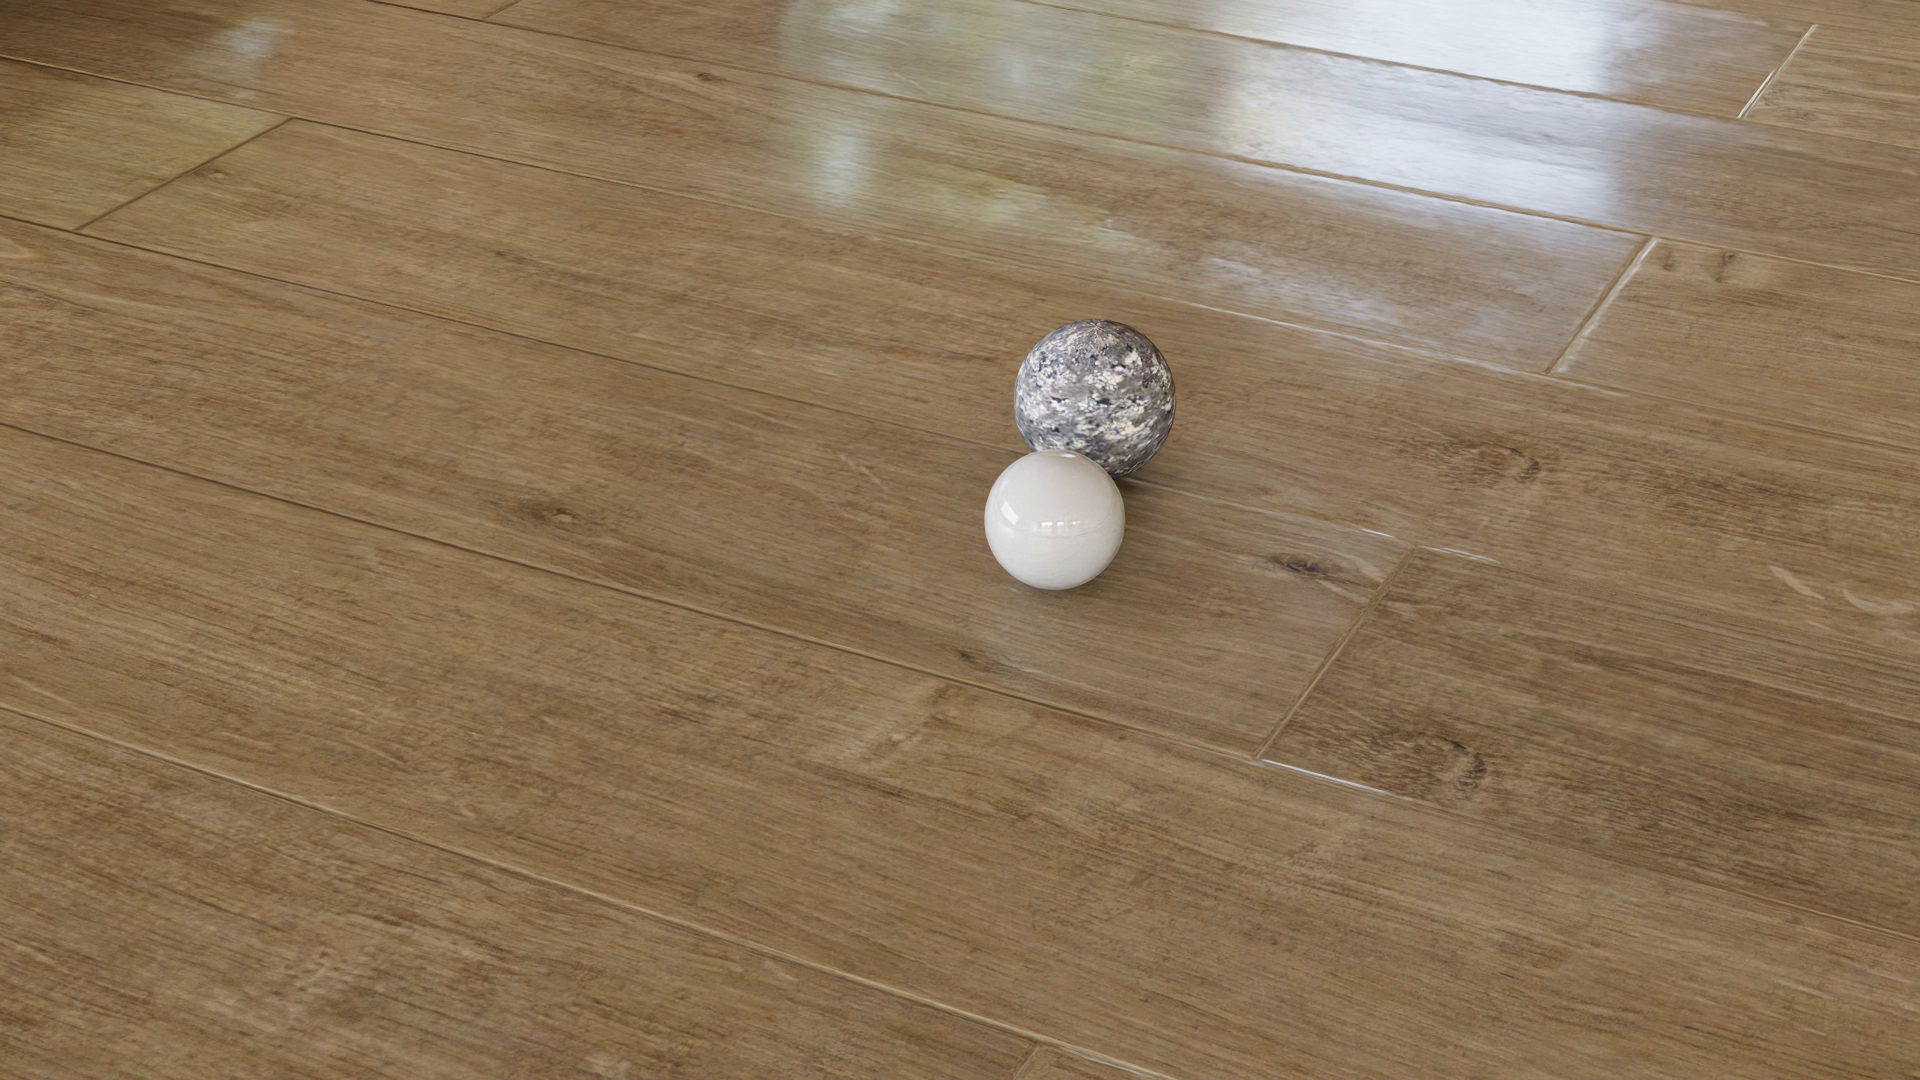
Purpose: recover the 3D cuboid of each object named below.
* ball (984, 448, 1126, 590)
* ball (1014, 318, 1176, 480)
[{"bbox_3d":[0.053,-0.011,1.632,0.079,0.079,0.079,0,29,0],"label":"ball"},{"bbox_3d":[0.080,-0.083,1.741,0.097,0.097,0.097,0,29,0],"label":"ball"}]
